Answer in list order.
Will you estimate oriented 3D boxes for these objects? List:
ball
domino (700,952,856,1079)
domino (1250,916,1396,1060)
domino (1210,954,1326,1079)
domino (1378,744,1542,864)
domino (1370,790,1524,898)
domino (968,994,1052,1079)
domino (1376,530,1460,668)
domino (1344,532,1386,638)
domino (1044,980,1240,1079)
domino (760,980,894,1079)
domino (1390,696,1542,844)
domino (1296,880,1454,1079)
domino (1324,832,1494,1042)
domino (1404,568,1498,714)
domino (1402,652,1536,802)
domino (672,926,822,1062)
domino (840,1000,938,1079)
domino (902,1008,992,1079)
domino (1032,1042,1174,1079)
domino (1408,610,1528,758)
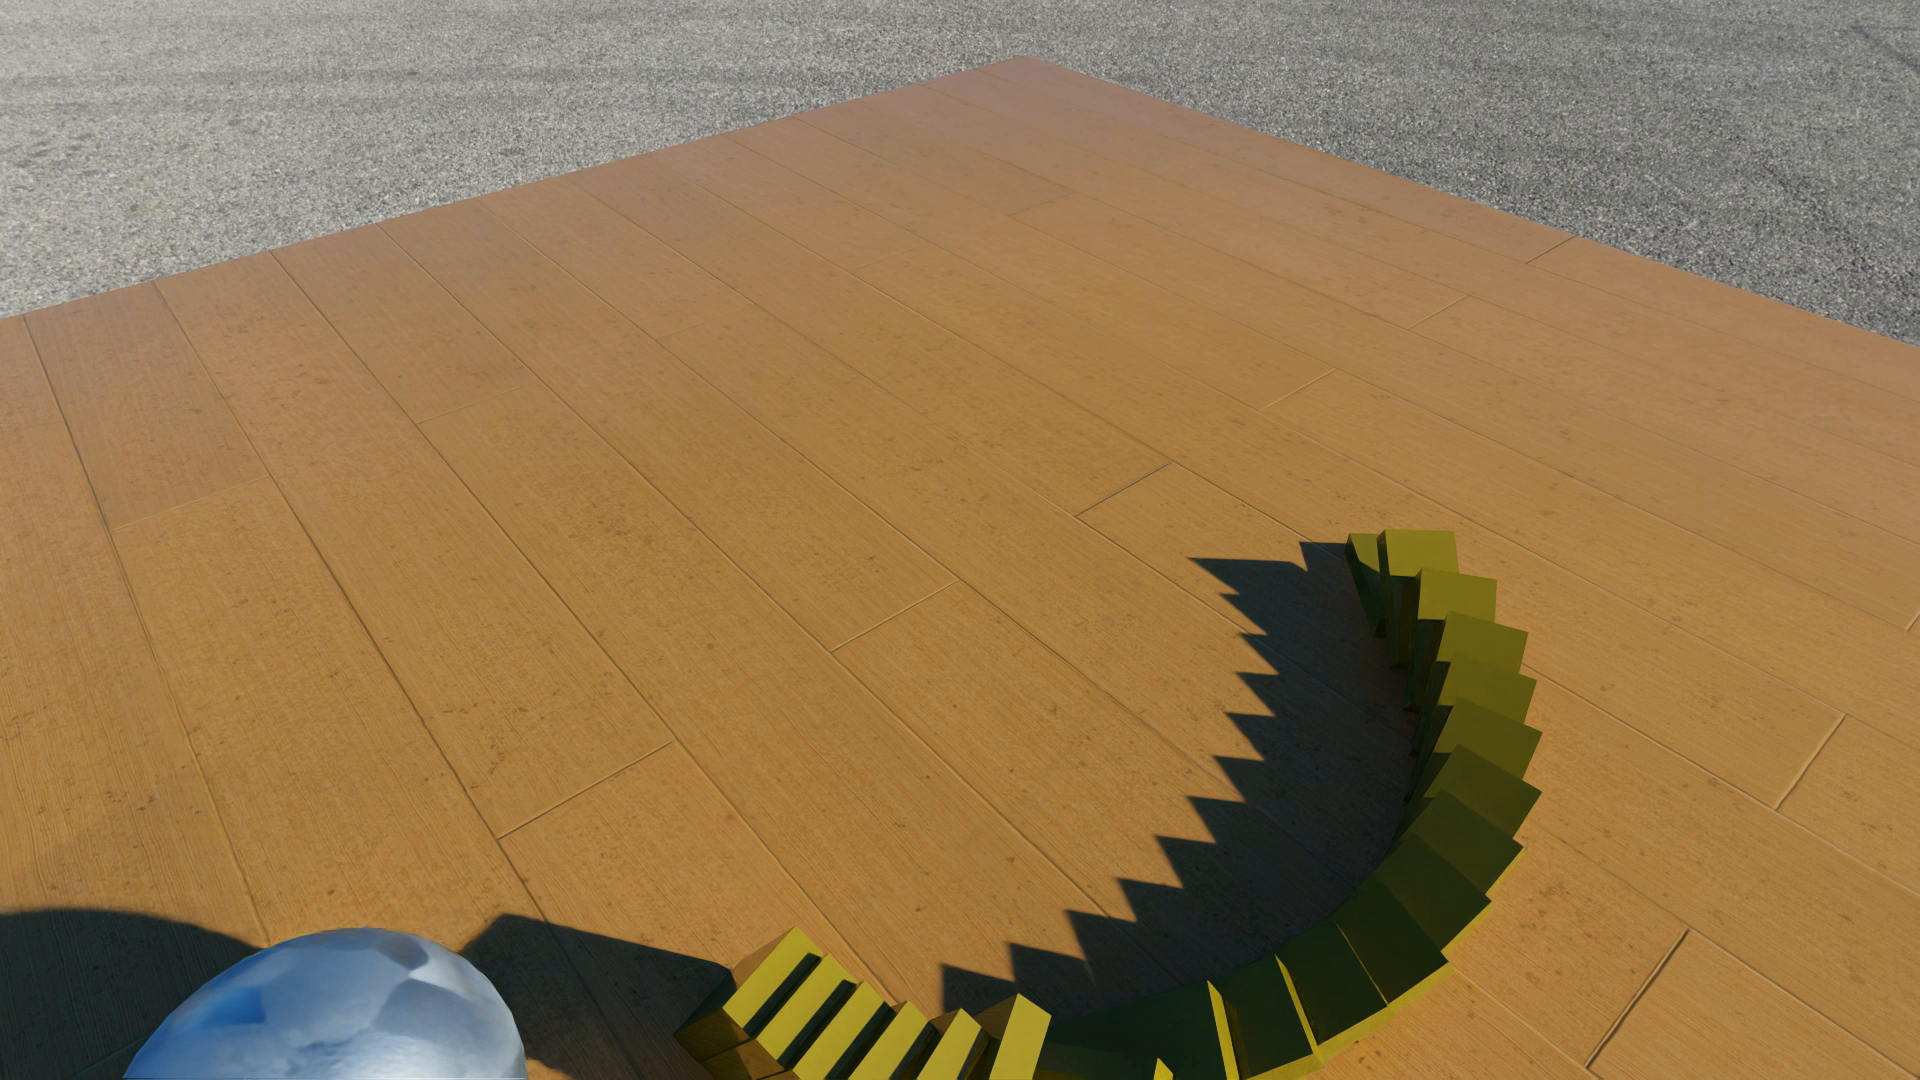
[{"bbox_3d":[-0.135,0.125,0.235,0.080,0.080,0.080,0,39,0],"label":"ball"},{"bbox_3d":[-0.045,0.118,0.269,0.010,0.050,0.025,45,50,3],"label":"domino"},{"bbox_3d":[0.080,0.120,0.278,0.050,0.009,0.025,-34,42,7],"label":"domino"},{"bbox_3d":[0.061,0.125,0.272,0.050,0.009,0.025,-29,38,13],"label":"domino"},{"bbox_3d":[0.143,0.087,0.318,0.025,0.010,0.050,32,79,33],"label":"domino"},{"bbox_3d":[0.130,0.097,0.306,0.050,0.009,0.025,-47,53,-6],"label":"domino"},{"bbox_3d":[0.001,0.127,0.258,0.010,0.050,0.025,36,43,-6],"label":"domino"},{"bbox_3d":[0.167,0.021,0.398,0.025,0.010,0.050,2,69,2],"label":"domino"},{"bbox_3d":[0.167,0.017,0.423,0.025,0.010,0.050,2,39,2],"label":"domino"},{"bbox_3d":[0.041,0.128,0.268,0.050,0.009,0.025,-25,36,18],"label":"domino"},{"bbox_3d":[-0.036,0.123,0.264,0.010,0.050,0.025,45,50,3],"label":"domino"},{"bbox_3d":[0.153,0.076,0.333,0.025,0.009,0.050,24,74,27],"label":"domino"},{"bbox_3d":[0.098,0.114,0.285,0.050,0.009,0.025,-37,44,4],"label":"domino"},{"bbox_3d":[0.115,0.106,0.295,0.050,0.009,0.025,-43,49,-2],"label":"domino"},{"bbox_3d":[0.170,0.036,0.381,0.025,0.009,0.050,10,69,11],"label":"domino"},{"bbox_3d":[0.161,0.064,0.348,0.025,0.010,0.050,20,72,22],"label":"domino"},{"bbox_3d":[-0.054,0.114,0.274,0.009,0.050,0.025,45,50,3],"label":"domino"},{"bbox_3d":[-0.026,0.126,0.260,0.010,0.050,0.025,45,51,3],"label":"domino"},{"bbox_3d":[-0.014,0.127,0.258,0.010,0.050,0.025,43,49,1],"label":"domino"},{"bbox_3d":[0.023,0.134,0.260,0.050,0.010,0.025,-10,40,35],"label":"domino"},{"bbox_3d":[0.168,0.051,0.363,0.025,0.010,0.050,16,71,19],"label":"domino"}]
